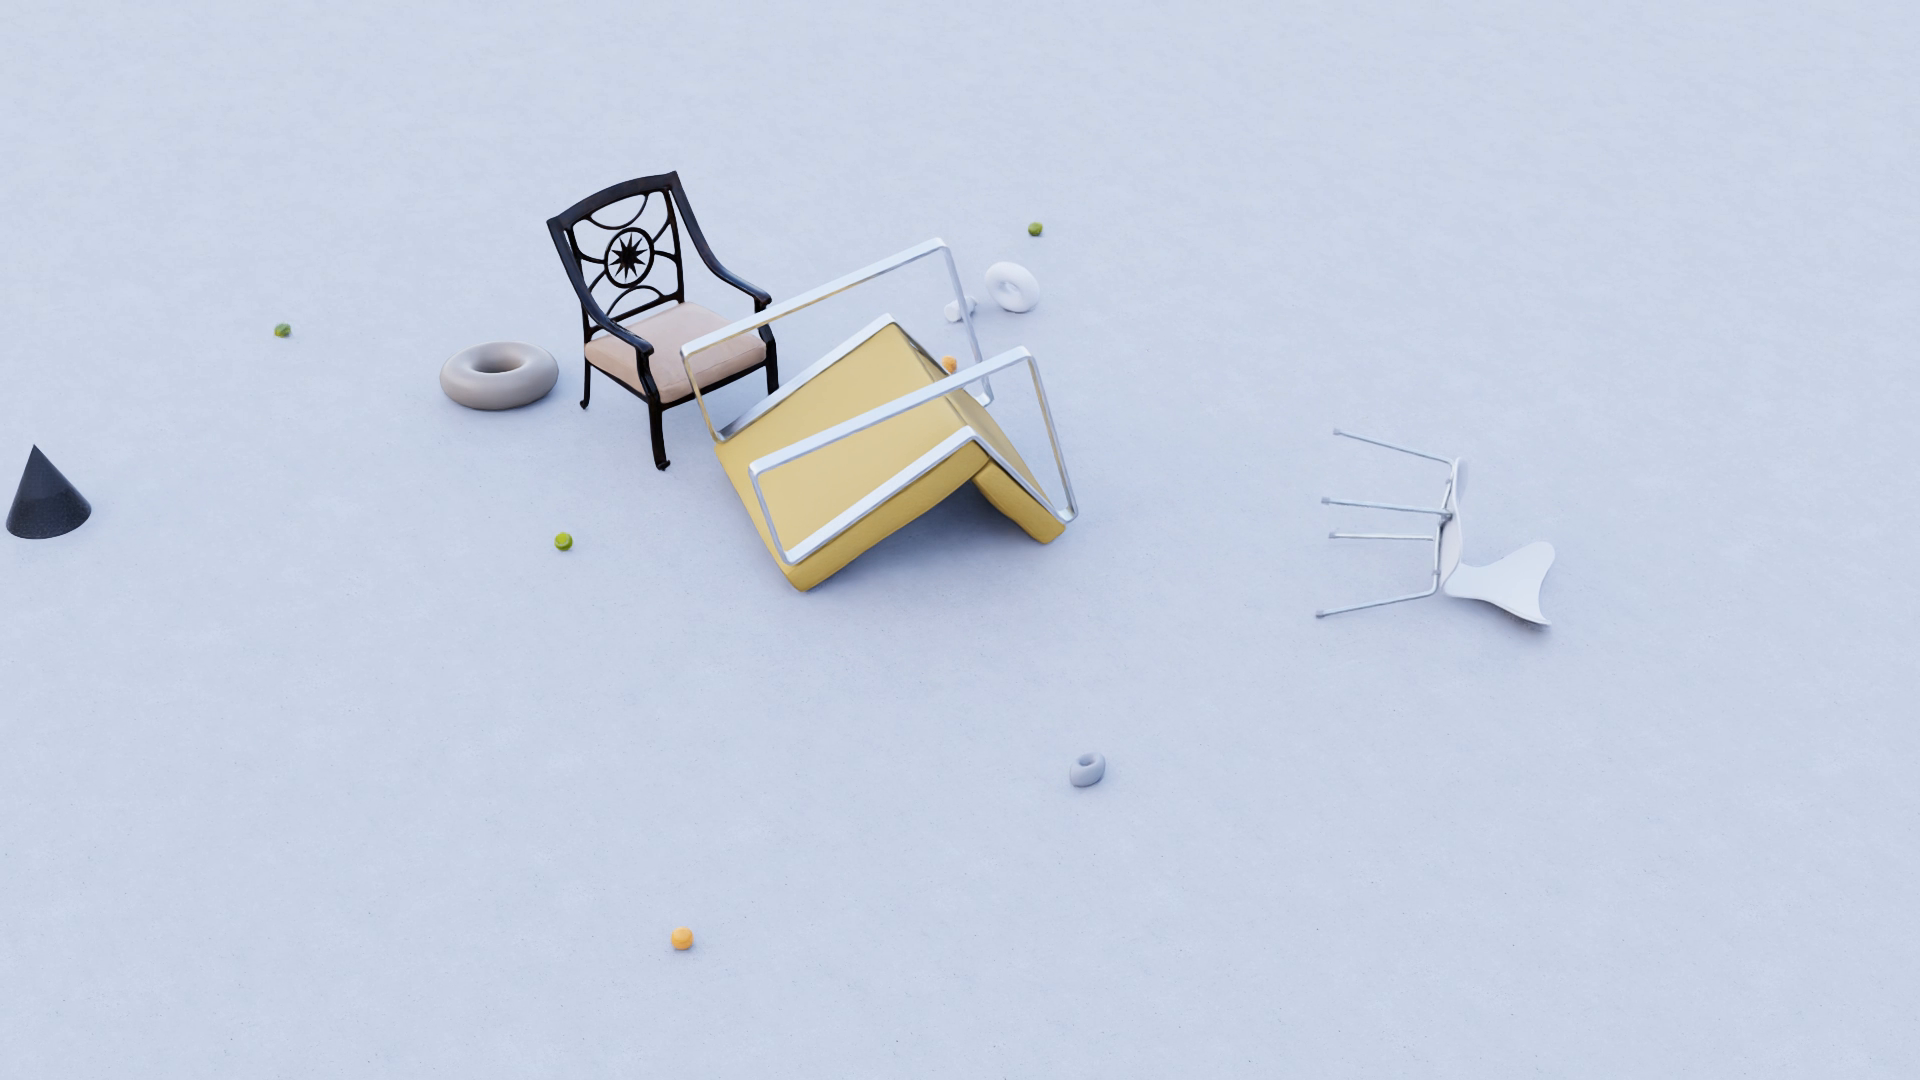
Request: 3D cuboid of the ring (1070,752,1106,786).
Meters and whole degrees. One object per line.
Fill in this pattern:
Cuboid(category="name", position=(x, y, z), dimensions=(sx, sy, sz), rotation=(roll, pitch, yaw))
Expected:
Cuboid(category="ring", position=(0.423, 0.760, 9.721), dimensions=(0.094, 0.078, 0.150), rotation=(25, 39, 36))

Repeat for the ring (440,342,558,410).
Cuboid(category="ring", position=(-1.857, -0.666, 11.817), dimensions=(0.479, 0.154, 0.385), rotation=(-5, 35, -5))

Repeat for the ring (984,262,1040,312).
Cuboid(category="ring", position=(0.220, -1.068, 12.360), dimensions=(0.253, 0.231, 0.090), rotation=(35, 52, -4))

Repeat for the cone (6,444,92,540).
Cuboid(category="cone", position=(-3.444, -0.225, 10.992), dimensions=(0.303, 0.323, 0.326), rotation=(19, 38, 26))
